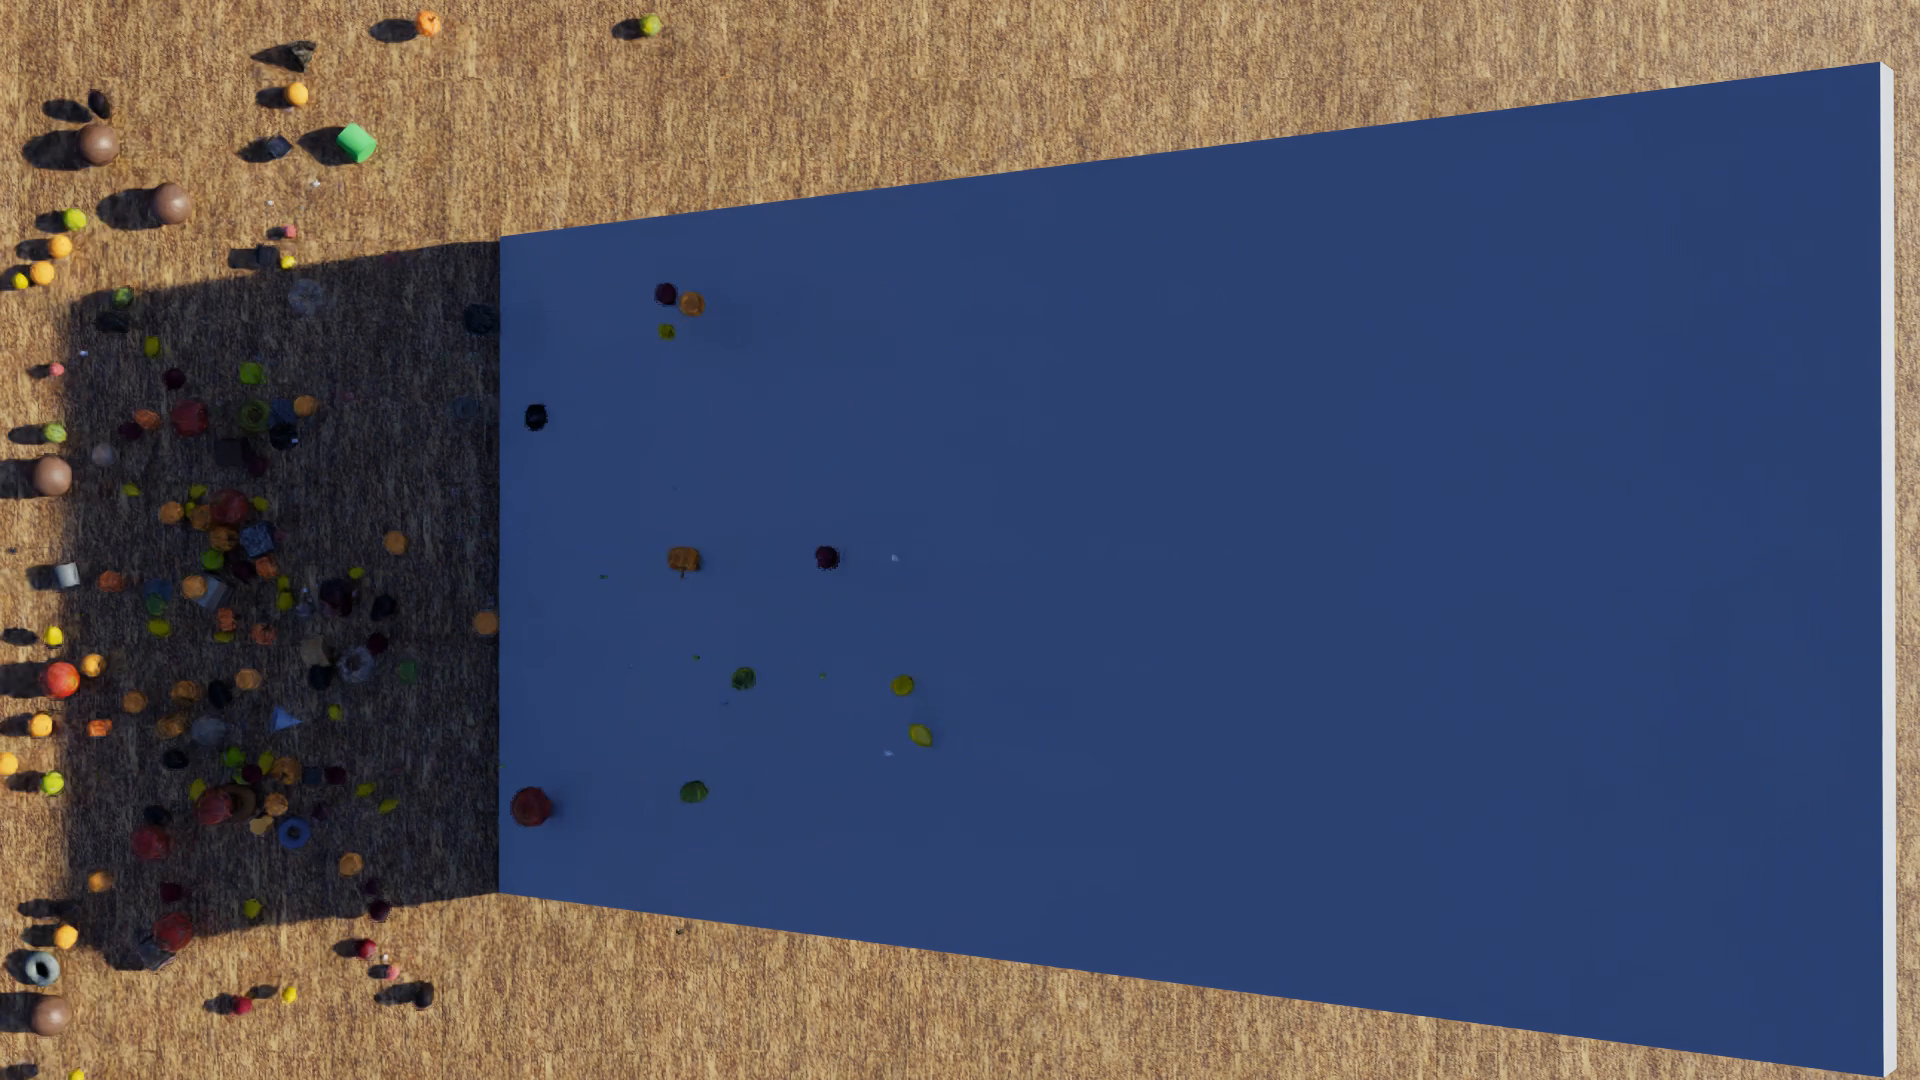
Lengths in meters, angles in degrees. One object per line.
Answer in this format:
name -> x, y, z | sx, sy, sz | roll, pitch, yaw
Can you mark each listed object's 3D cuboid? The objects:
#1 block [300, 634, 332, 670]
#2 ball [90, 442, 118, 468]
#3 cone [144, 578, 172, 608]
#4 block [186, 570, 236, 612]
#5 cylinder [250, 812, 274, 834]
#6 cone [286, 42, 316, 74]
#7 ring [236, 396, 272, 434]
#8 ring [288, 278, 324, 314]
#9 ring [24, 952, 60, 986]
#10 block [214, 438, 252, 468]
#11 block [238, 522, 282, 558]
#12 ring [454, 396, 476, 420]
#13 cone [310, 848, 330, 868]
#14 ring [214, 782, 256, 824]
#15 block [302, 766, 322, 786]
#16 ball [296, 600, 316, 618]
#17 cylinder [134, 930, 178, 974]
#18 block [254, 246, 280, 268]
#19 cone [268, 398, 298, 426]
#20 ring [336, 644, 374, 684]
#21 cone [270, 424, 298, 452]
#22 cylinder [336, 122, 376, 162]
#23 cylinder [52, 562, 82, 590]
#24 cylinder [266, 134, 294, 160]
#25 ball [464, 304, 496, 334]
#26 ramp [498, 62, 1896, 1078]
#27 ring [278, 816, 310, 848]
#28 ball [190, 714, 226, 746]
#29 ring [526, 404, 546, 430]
block -> -1.972, 0.346, 6.734 | 0.068, 0.068, 0.068 | -18, 120, 1
ball -> -2.626, -0.261, 6.747 | 0.078, 0.078, 0.078 | 0, 90, 0
cone -> -2.475, 0.163, 6.738 | 0.087, 0.087, 0.087 | 0, 90, 0
block -> -2.291, 0.157, 6.737 | 0.091, 0.091, 0.091 | 30, 90, 0
cylinder -> -2.143, 0.869, 6.745 | 0.052, 0.052, 0.052 | 2, 103, 8
cone -> -2.022, -1.477, 6.770 | 0.090, 0.090, 0.090 | 3, 122, 0
ring -> -2.171, -0.382, 6.767 | 0.117, 0.039, 0.117 | 0, 91, -1
ring -> -2.012, -0.749, 6.771 | 0.111, 0.037, 0.111 | 0, 89, 1
ring -> -2.816, 1.314, 6.744 | 0.115, 0.038, 0.115 | 2, 104, 10
block -> -2.229, -0.269, 6.740 | 0.080, 0.080, 0.080 | -5, 97, 0
block -> -2.145, 0.000, 6.739 | 0.088, 0.088, 0.088 | -21, 90, 0
ring -> -1.525, -0.405, 6.770 | 0.075, 0.025, 0.075 | 1, 96, 11
cone -> -1.959, 0.968, 6.763 | 0.058, 0.058, 0.058 | 39, 63, 0
ring -> -2.227, 0.807, 6.756 | 0.130, 0.043, 0.130 | 0, 90, 1
block -> -1.970, 0.719, 6.686 | 0.052, 0.052, 0.052 | 9, 86, -20
ball -> -2.009, 0.213, 6.754 | 0.056, 0.056, 0.056 | 0, 90, 0
cylinder -> -2.457, 1.259, 6.724 | 0.092, 0.092, 0.092 | -40, 87, 0
block -> -2.128, -0.871, 6.762 | 0.056, 0.056, 0.056 | 8, 90, 0
cone -> -2.095, -0.373, 6.741 | 0.092, 0.092, 0.092 | -34, 90, 24
ring -> -1.860, 0.381, 6.760 | 0.123, 0.041, 0.123 | 0, 90, 3
cone -> -2.084, -0.315, 6.736 | 0.091, 0.091, 0.091 | 0, 95, -2
cylinder -> -1.852, -1.220, 6.749 | 0.086, 0.086, 0.086 | 42, 90, 0
cylinder -> -2.740, 0.112, 6.747 | 0.069, 0.069, 0.069 | -15, 90, 0
cylinder -> -2.091, -1.209, 6.759 | 0.060, 0.060, 0.060 | -42, 90, -5
ball -> -1.462, -0.672, 6.693 | 0.093, 0.093, 0.093 | 0, 90, 0
ramp -> 0.235, 0.066, 5.555 | 4.000, 0.100, 2.000 | 0, 89, 36
ring -> -2.047, 0.898, 6.760 | 0.103, 0.034, 0.103 | 0, 89, -1
ball -> -2.301, 0.583, 6.729 | 0.100, 0.100, 0.100 | 0, 90, 0
ring -> -1.273, -0.368, 6.593 | 0.079, 0.026, 0.079 | -2, 87, 37
